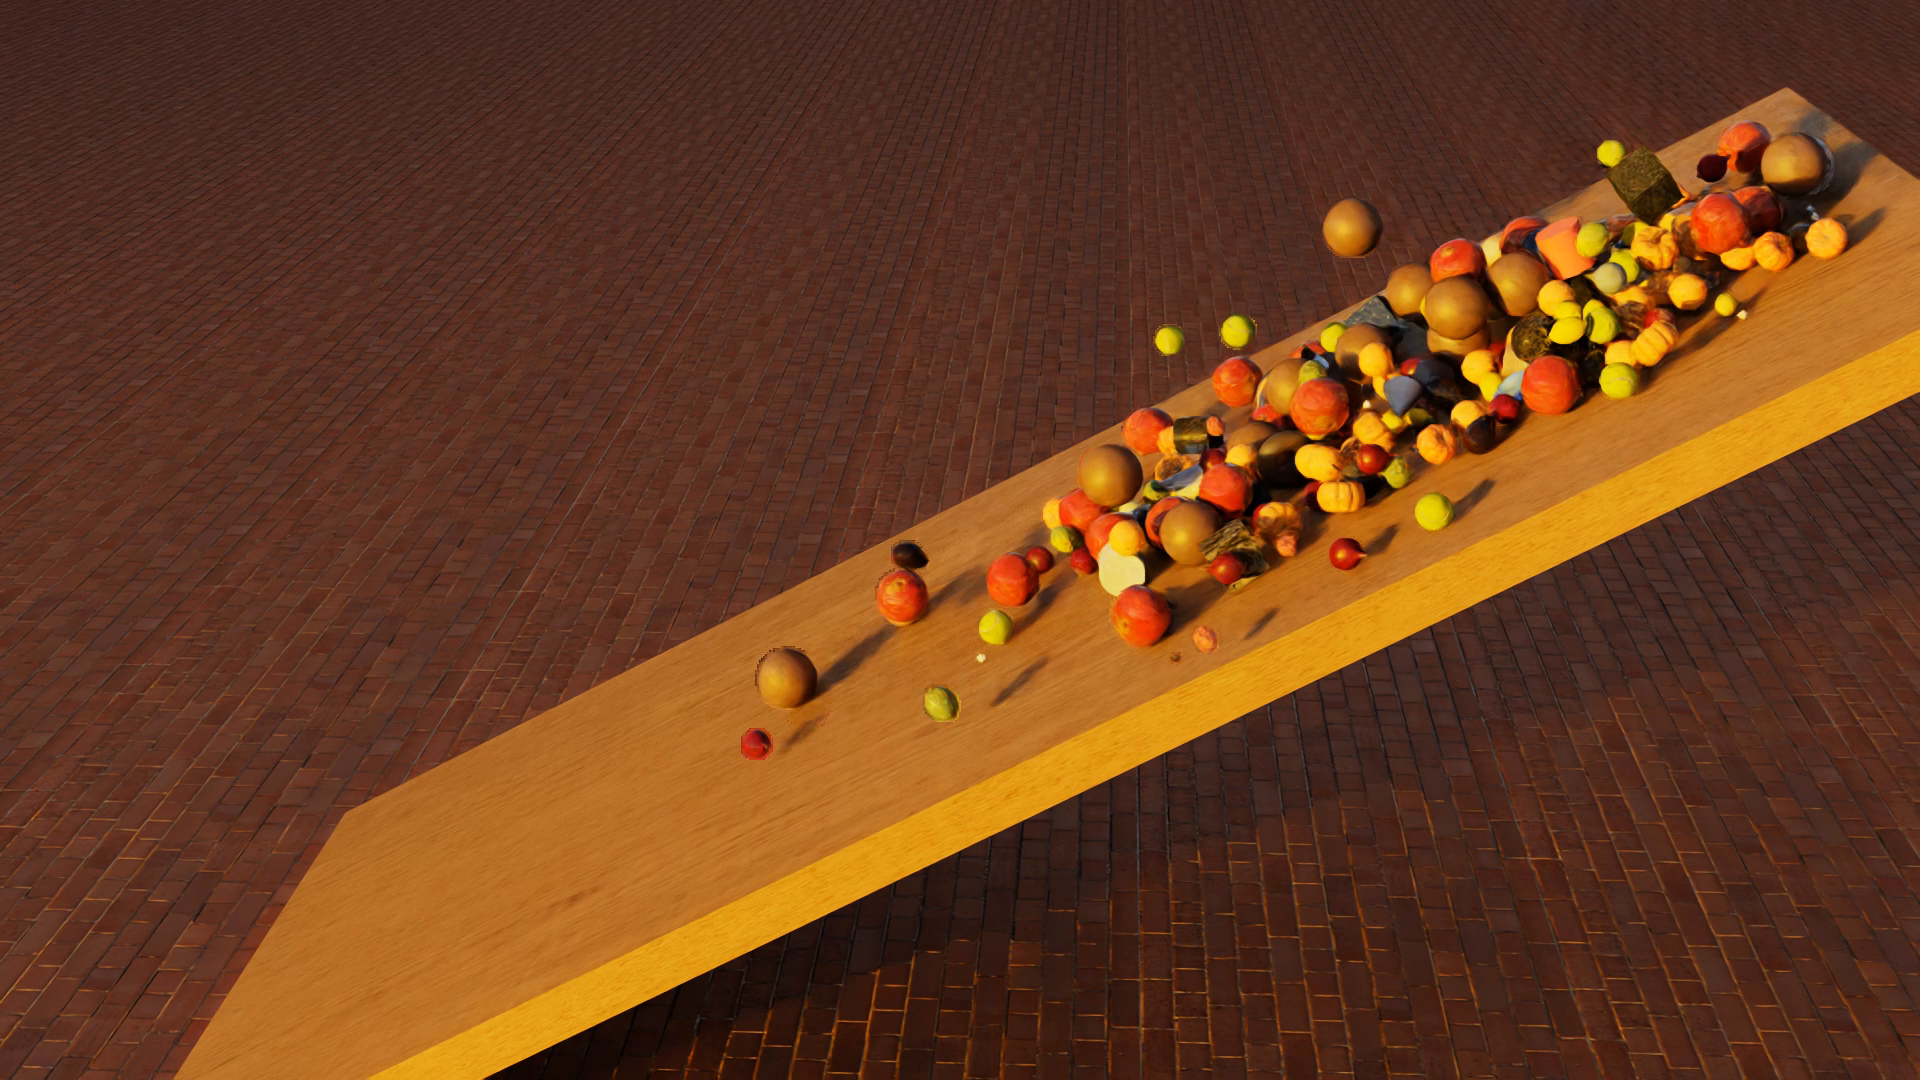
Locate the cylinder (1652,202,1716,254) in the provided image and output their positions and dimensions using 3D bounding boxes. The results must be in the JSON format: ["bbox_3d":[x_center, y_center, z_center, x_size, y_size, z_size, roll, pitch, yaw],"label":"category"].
[{"bbox_3d":[1.482,-0.636,6.027,0.091,0.091,0.091,-23,28,-36],"label":"cylinder"}]

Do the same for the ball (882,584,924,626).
[{"bbox_3d":[-0.127,0.144,6.488,0.094,0.094,0.094,0,18,0],"label":"ball"}]

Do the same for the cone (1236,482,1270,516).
[{"bbox_3d":[0.596,-0.075,5.963,0.071,0.071,0.071,3,-11,8],"label":"cone"}]

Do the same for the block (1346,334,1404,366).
[{"bbox_3d":[0.918,-0.445,6.504,0.075,0.075,0.075,-44,9,-36],"label":"block"}]

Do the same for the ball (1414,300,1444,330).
[{"bbox_3d":[1.035,-0.496,6.501,0.067,0.067,0.067,0,18,0],"label":"ball"}]

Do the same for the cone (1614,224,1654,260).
[{"bbox_3d":[1.369,-0.599,6.029,0.097,0.097,0.097,-9,18,1],"label":"cone"}]

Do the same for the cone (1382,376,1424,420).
[{"bbox_3d":[0.882,-0.270,5.888,0.082,0.082,0.082,5,50,14],"label":"cone"}]

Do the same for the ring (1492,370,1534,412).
[{"bbox_3d":[1.075,-0.289,5.715,0.032,0.097,0.097,42,10,-15],"label":"ring"}]

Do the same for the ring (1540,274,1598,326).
[{"bbox_3d":[1.234,-0.488,5.966,0.118,0.118,0.039,7,37,20],"label":"ring"}]

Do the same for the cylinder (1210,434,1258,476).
[{"bbox_3d":[0.580,-0.172,6.231,0.077,0.077,0.077,12,40,32],"label":"cylinder"}]

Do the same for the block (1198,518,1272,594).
[{"bbox_3d":[0.522,0.030,5.593,0.092,0.092,0.092,-34,13,5],"label":"block"}]

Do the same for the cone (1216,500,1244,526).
[{"bbox_3d":[0.554,-0.054,5.948,0.054,0.054,0.054,7,18,37],"label":"cone"}]

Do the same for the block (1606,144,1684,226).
[{"bbox_3d":[1.389,-0.720,5.966,0.097,0.097,0.097,-37,51,9],"label":"block"}]

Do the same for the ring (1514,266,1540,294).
[{"bbox_3d":[1.223,-0.548,6.143,0.131,0.044,0.131,-16,17,5],"label":"ring"}]

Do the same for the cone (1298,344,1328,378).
[{"bbox_3d":[0.736,-0.389,6.218,0.068,0.068,0.068,-17,35,13],"label":"cone"}]

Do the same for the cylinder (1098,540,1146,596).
[{"bbox_3d":[0.325,0.056,5.909,0.093,0.093,0.093,0,17,1],"label":"cylinder"}]

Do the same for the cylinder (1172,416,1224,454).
[{"bbox_3d":[0.520,-0.229,6.428,0.083,0.083,0.083,-2,14,31],"label":"cylinder"}]

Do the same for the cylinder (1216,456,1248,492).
[{"bbox_3d":[0.569,-0.138,6.165,0.053,0.053,0.053,8,34,23],"label":"cylinder"}]

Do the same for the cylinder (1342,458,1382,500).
[{"bbox_3d":[0.771,-0.116,5.643,0.057,0.057,0.057,-10,47,-28],"label":"cylinder"}]

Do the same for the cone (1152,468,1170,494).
[{"bbox_3d":[0.456,-0.126,6.427,0.058,0.058,0.058,5,18,17],"label":"cone"}]

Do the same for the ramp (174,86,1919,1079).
[{"bbox_3d":[0.141,0.167,6.282,4.000,0.100,2.000,-27,14,11],"label":"ramp"}]

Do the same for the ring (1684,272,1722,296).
[{"bbox_3d":[1.452,-0.502,5.752,0.078,0.026,0.078,-24,10,5],"label":"ring"}]

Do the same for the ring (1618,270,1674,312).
[{"bbox_3d":[1.377,-0.499,5.891,0.123,0.041,0.123,-31,16,10],"label":"ring"}]

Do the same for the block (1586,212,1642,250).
[{"bbox_3d":[1.395,-0.642,6.227,0.084,0.084,0.084,-18,8,-27],"label":"block"}]

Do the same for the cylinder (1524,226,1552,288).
[{"bbox_3d":[1.216,-0.580,6.035,0.096,0.096,0.096,-19,32,13],"label":"cylinder"}]

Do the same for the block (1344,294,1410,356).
[{"bbox_3d":[0.902,-0.464,6.366,0.093,0.093,0.093,-40,-10,17],"label":"block"}]

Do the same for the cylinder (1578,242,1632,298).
[{"bbox_3d":[1.307,-0.549,5.972,0.080,0.080,0.080,33,-6,4],"label":"cylinder"}]

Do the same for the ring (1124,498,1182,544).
[{"bbox_3d":[0.406,-0.041,6.187,0.137,0.046,0.137,-31,13,8],"label":"ring"}]

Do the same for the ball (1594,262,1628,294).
[{"bbox_3d":[1.246,-0.500,5.629,0.062,0.062,0.062,0,18,0],"label":"ball"}]

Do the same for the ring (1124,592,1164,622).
[{"bbox_3d":[0.358,0.129,5.722,0.086,0.029,0.086,-28,13,7],"label":"ring"}]

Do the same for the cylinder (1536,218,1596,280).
[{"bbox_3d":[1.219,-0.586,5.917,0.093,0.093,0.093,-27,15,8],"label":"cylinder"}]

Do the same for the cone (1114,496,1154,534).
[{"bbox_3d":[0.348,-0.066,6.105,0.078,0.078,0.078,41,30,12],"label":"cone"}]

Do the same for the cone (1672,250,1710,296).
[{"bbox_3d":[1.432,-0.541,5.824,0.085,0.085,0.085,-32,16,10],"label":"cone"}]

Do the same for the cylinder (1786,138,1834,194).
[{"bbox_3d":[1.734,-0.763,6.005,0.094,0.094,0.094,5,24,15],"label":"cylinder"}]

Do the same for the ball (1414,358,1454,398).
[{"bbox_3d":[0.963,-0.329,5.974,0.083,0.083,0.083,0,18,0],"label":"ball"}]

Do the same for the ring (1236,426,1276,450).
[{"bbox_3d":[0.635,-0.214,6.331,0.106,0.035,0.106,-9,24,4],"label":"ring"}]

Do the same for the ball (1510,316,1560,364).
[{"bbox_3d":[1.106,-0.384,5.659,0.093,0.093,0.093,0,18,0],"label":"ball"}]

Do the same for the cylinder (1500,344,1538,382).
[{"bbox_3d":[1.100,-0.348,5.768,0.068,0.068,0.068,9,19,10],"label":"cylinder"}]

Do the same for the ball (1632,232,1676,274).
[{"bbox_3d":[1.387,-0.573,5.872,0.085,0.085,0.085,0,18,0],"label":"ball"}]

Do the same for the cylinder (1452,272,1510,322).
[{"bbox_3d":[1.092,-0.508,6.166,0.091,0.091,0.091,13,3,36],"label":"cylinder"}]

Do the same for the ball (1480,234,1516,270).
[{"bbox_3d":[1.161,-0.621,6.338,0.078,0.078,0.078,0,18,0],"label":"ball"}]

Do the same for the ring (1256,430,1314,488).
[{"bbox_3d":[0.660,-0.165,5.958,0.129,0.129,0.043,-7,31,-20],"label":"ring"}]

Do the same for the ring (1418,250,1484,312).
[{"bbox_3d":[1.087,-0.572,6.501,0.147,0.147,0.049,6,28,18],"label":"ring"}]

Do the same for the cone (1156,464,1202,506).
[{"bbox_3d":[0.451,-0.117,6.114,0.090,0.090,0.090,2,17,-8],"label":"cone"}]
